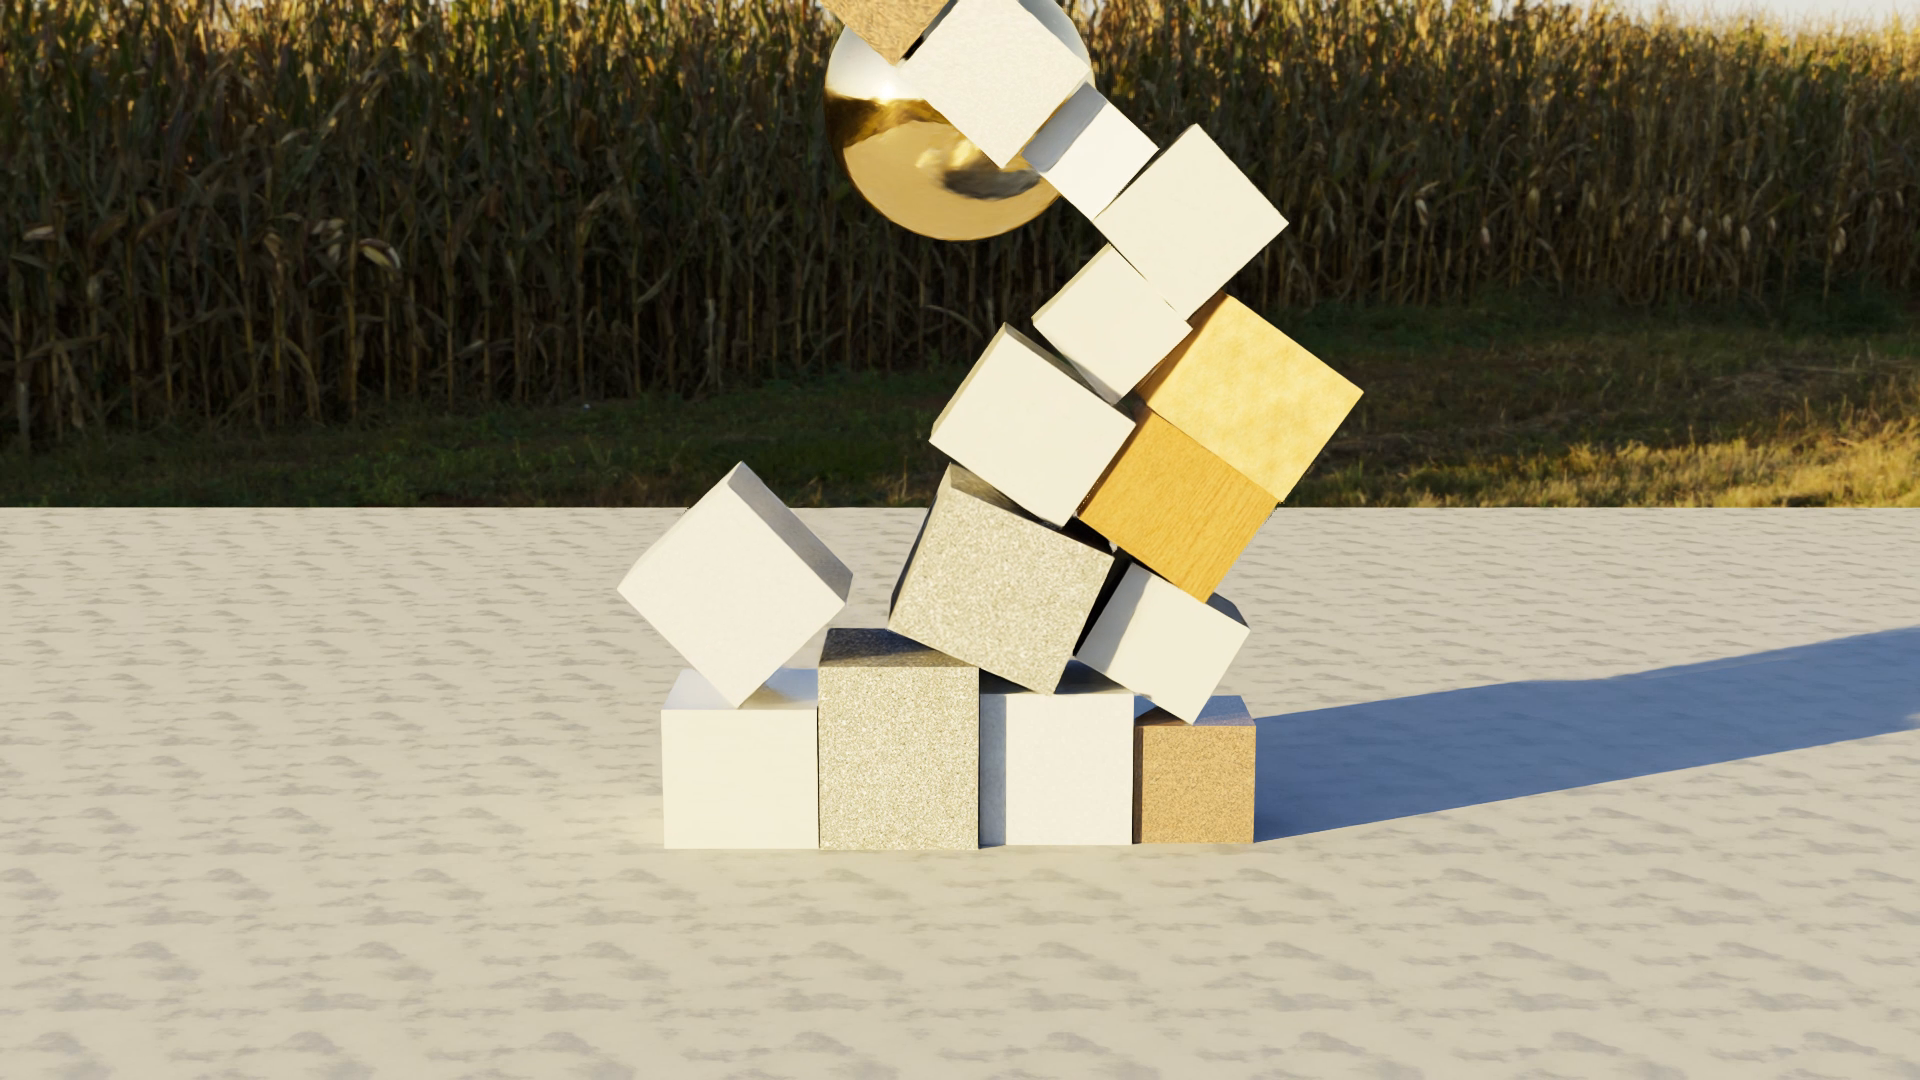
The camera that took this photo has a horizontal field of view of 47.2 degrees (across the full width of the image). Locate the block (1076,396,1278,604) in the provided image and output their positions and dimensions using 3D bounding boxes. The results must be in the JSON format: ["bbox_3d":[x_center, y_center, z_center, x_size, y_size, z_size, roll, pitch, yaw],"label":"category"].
[{"bbox_3d":[1.071,-0.215,11.137,0.754,0.636,0.706,34,8,-7],"label":"block"}]

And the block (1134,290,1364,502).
[{"bbox_3d":[1.427,-0.749,11.008,0.783,0.662,0.759,34,8,-9],"label":"block"}]

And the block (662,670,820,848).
[{"bbox_3d":[-1.097,1.120,11.398,0.772,0.718,0.853,0,10,0],"label":"block"}]

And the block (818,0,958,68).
[{"bbox_3d":[-0.368,-2.748,10.693,0.674,0.592,0.620,40,9,-6],"label":"block"}]

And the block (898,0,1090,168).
[{"bbox_3d":[0.174,-2.292,10.775,0.676,0.630,0.640,41,10,-5],"label":"block"}]

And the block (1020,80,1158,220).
[{"bbox_3d":[0.640,-1.922,10.856,0.478,0.474,0.465,42,11,-4],"label":"block"}]

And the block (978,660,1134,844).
[{"bbox_3d":[0.482,1.089,11.390,0.766,0.783,0.731,0,10,0],"label":"block"}]

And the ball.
[{"bbox_3d":[0.000,-2.547,12.826,1.600,1.600,1.600,0,10,0],"label":"ball"}]

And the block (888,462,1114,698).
[{"bbox_3d":[0.199,0.188,11.195,0.880,0.770,0.811,23,9,-5],"label":"block"}]

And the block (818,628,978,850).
[{"bbox_3d":[-0.306,1.012,11.374,0.790,0.940,0.876,0,10,0],"label":"block"}]

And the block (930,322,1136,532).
[{"bbox_3d":[0.361,-0.585,11.088,0.780,0.648,0.742,35,9,-5],"label":"block"}]

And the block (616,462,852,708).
[{"bbox_3d":[-1.128,0.211,11.227,0.763,0.837,0.784,-43,8,7],"label":"block"}]

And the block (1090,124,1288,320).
[{"bbox_3d":[1.122,-1.574,10.880,0.678,0.655,0.582,-43,5,8],"label":"block"}]

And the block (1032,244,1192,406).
[{"bbox_3d":[0.752,-1.085,10.994,0.541,0.561,0.567,-44,6,8],"label":"block"}]

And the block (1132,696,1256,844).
[{"bbox_3d":[1.179,1.178,11.378,0.607,0.612,0.617,0,10,0],"label":"block"}]

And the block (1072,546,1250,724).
[{"bbox_3d":[1.008,0.462,11.278,0.688,0.564,0.633,30,9,-6],"label":"block"}]
